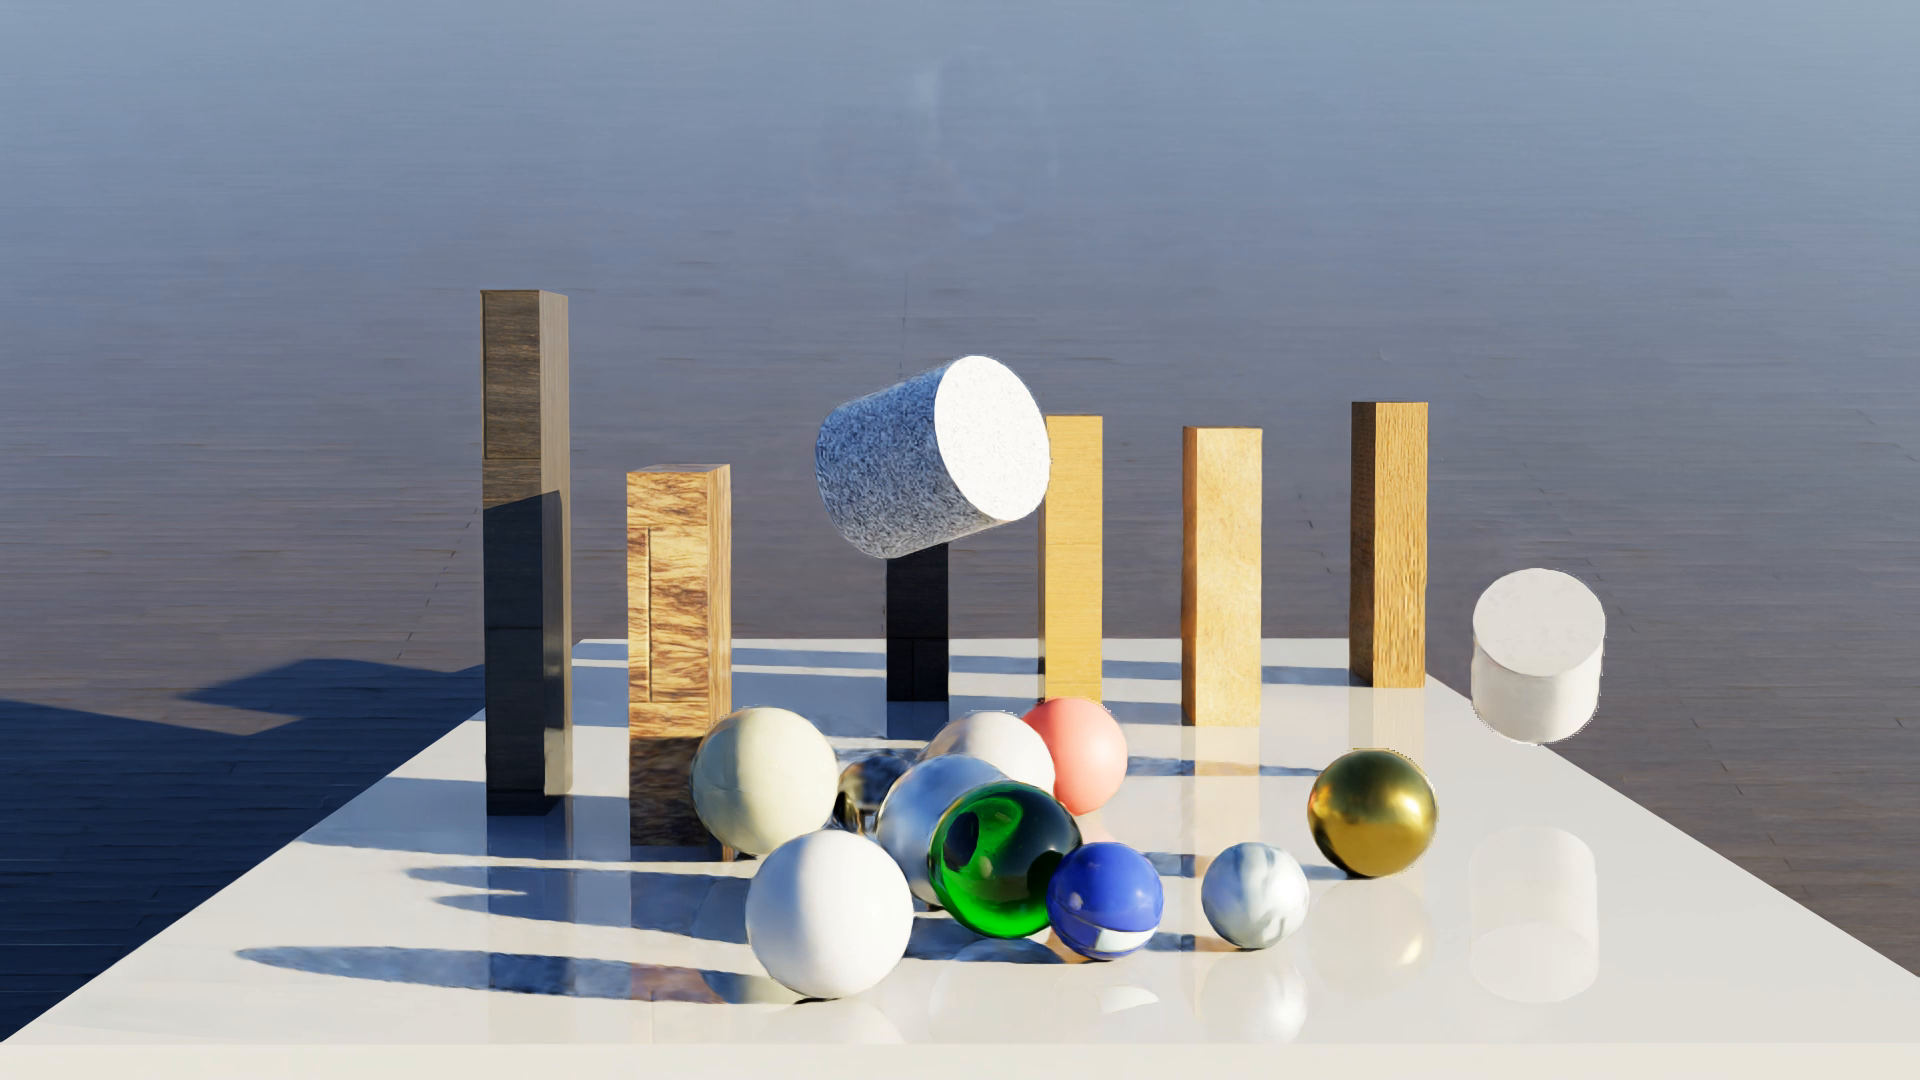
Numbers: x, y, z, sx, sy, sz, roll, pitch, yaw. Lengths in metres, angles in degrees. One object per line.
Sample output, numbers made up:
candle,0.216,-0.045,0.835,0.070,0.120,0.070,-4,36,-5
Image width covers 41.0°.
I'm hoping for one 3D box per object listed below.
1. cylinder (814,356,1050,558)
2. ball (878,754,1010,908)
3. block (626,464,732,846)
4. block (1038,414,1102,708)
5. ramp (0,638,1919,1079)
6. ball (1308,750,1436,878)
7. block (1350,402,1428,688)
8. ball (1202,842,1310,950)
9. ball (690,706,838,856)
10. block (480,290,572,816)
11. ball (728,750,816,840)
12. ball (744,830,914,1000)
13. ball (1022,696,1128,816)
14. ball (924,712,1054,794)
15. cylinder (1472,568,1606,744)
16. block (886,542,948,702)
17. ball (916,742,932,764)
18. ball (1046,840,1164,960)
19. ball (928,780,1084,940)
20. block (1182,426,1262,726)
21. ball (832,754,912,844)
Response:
cylinder,-0.030,-0.087,2.766,0.179,0.179,0.179,-18,5,40
ball,-0.008,0.362,3.192,0.190,0.190,0.190,0,20,0
block,-0.410,0.157,3.787,0.112,0.526,0.367,0,4,0
block,0.203,0.062,4.797,0.100,0.591,0.432,0,4,0
ramp,0.047,0.424,4.534,2.000,0.100,4.000,0,4,0
ball,0.543,0.360,3.385,0.169,0.169,0.169,0,20,0
block,0.937,0.002,5.632,0.110,0.608,0.336,0,4,0
ball,0.340,0.409,2.959,0.124,0.124,0.124,0,20,0
ball,-0.268,0.329,3.510,0.203,0.203,0.203,0,20,0
block,-0.670,0.013,3.986,0.088,0.790,0.285,0,4,0
ball,-0.269,0.364,3.672,0.126,0.126,0.126,0,20,0
ball,-0.139,0.397,2.724,0.178,0.178,0.178,0,20,0
ball,0.162,0.326,3.860,0.179,0.179,0.179,0,20,0
ball,0.040,0.336,3.630,0.188,0.188,0.188,0,20,0
cylinder,0.930,0.188,4.140,0.204,0.204,0.204,-5,54,7
block,-0.088,0.021,5.427,0.126,0.596,0.389,0,4,0
ball,0.000,0.351,3.792,0.138,0.138,0.138,0,20,0
ball,0.164,0.408,2.903,0.134,0.134,0.134,0,20,0
ball,0.055,0.375,3.015,0.186,0.186,0.186,0,20,0
block,0.507,0.063,5.004,0.121,0.563,0.312,0,4,0
ball,-0.110,0.365,3.571,0.137,0.137,0.137,0,20,0
